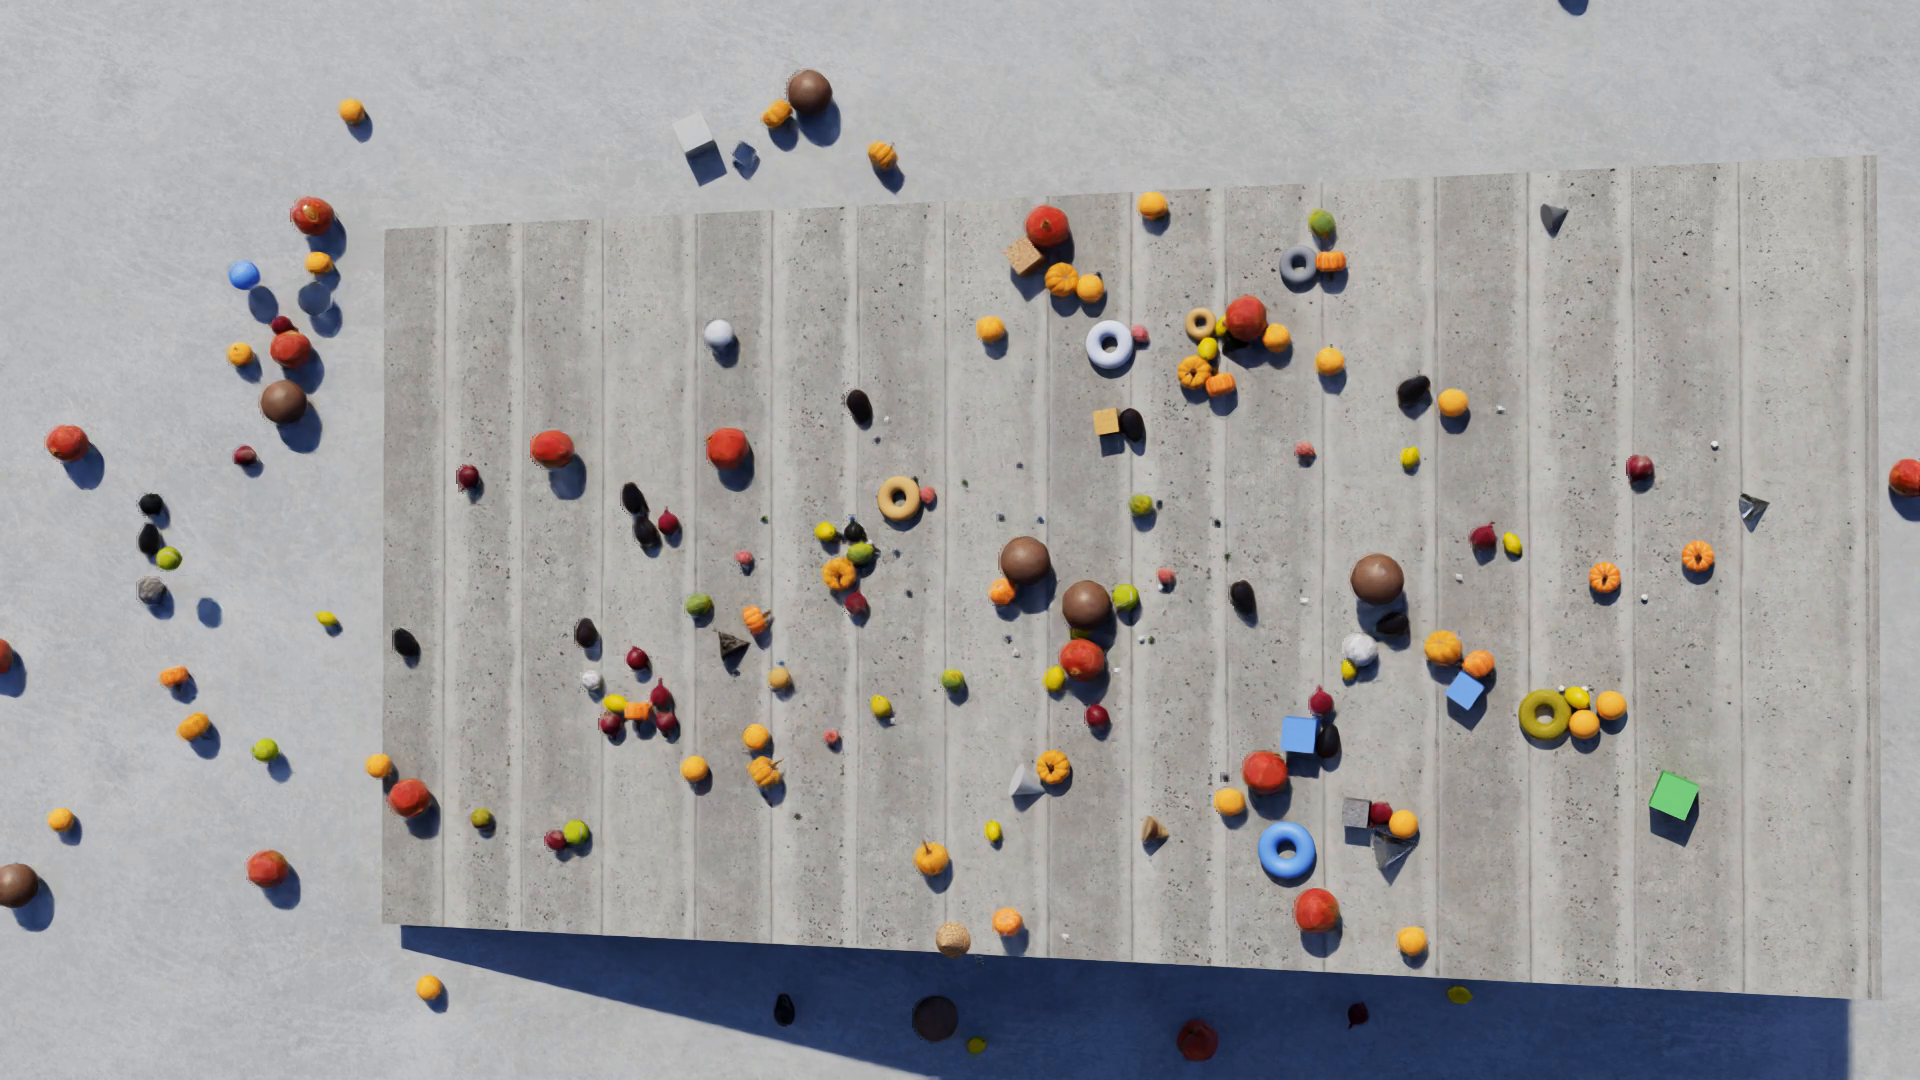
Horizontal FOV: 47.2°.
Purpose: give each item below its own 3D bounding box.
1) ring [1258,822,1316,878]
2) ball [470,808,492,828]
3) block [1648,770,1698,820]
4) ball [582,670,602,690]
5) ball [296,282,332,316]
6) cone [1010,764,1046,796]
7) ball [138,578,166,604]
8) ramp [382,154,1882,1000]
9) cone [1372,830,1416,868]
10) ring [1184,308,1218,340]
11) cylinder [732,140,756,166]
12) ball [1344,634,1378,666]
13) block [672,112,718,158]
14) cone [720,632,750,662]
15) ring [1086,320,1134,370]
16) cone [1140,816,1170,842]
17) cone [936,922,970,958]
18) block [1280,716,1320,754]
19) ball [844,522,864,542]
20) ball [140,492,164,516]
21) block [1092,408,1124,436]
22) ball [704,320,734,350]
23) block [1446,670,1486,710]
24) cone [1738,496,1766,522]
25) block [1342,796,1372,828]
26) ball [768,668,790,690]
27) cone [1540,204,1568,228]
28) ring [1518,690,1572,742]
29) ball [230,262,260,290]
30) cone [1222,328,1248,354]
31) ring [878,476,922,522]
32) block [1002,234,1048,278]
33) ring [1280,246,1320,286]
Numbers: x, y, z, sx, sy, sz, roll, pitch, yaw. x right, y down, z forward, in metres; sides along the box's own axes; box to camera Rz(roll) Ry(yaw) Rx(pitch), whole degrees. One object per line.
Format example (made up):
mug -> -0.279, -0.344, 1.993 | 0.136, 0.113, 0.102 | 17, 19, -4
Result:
ring -> 0.826, 0.784, 5.565 | 0.145, 0.048, 0.145 | 0, 90, 16
ball -> -1.349, 0.785, 6.201 | 0.059, 0.059, 0.059 | 0, 89, 0
block -> 1.715, 0.613, 5.285 | 0.087, 0.087, 0.087 | 23, 96, 15
ball -> -1.022, 0.389, 6.111 | 0.057, 0.057, 0.057 | 0, 89, 0
ball -> -1.877, -0.701, 6.393 | 0.097, 0.097, 0.097 | 0, 89, 0
cone -> 0.188, 0.643, 5.759 | 0.090, 0.090, 0.090 | 23, 89, -11
ball -> -2.348, 0.149, 6.390 | 0.079, 0.079, 0.079 | 0, 89, 0
ramp -> 0.271, 0.095, 5.816 | 4.000, 0.100, 2.000 | 0, 89, 16
cone -> 1.095, 0.764, 5.489 | 0.097, 0.097, 0.097 | -7, 89, -11
ring -> 0.620, -0.557, 5.656 | 0.084, 0.028, 0.084 | 0, 90, 16
cylinder -> -0.632, -1.128, 6.421 | 0.054, 0.054, 0.054 | 35, 85, 0
ball -> 1.004, 0.274, 5.502 | 0.082, 0.082, 0.082 | 0, 89, 0
block -> -0.773, -1.180, 6.403 | 0.092, 0.092, 0.092 | -25, 89, 0
cone -> -0.611, 0.287, 6.002 | 0.083, 0.083, 0.083 | -5, 89, -10
ring -> 0.389, -0.507, 5.716 | 0.128, 0.043, 0.128 | 0, 90, 17
cone -> 0.511, 0.754, 5.667 | 0.070, 0.070, 0.070 | 18, 89, -11
cone -> -0.032, 1.061, 5.788 | 0.097, 0.097, 0.097 | 0, 89, 16
block -> 0.858, 0.490, 5.542 | 0.082, 0.082, 0.082 | 5, 91, 16
ball -> -0.284, -0.020, 5.901 | 0.054, 0.054, 0.054 | 0, 89, 0
ball -> -2.354, -0.104, 6.400 | 0.066, 0.066, 0.066 | 0, 89, 0
block -> 0.385, -0.306, 5.704 | 0.062, 0.062, 0.062 | -9, 87, 16
ball -> -0.656, -0.560, 6.004 | 0.082, 0.082, 0.082 | 0, 89, 0
block -> 1.249, 0.371, 5.435 | 0.069, 0.069, 0.069 | 36, 99, 14
cone -> 1.912, -0.084, 5.267 | 0.065, 0.065, 0.065 | -23, 89, -30
block -> 0.993, 0.683, 5.509 | 0.064, 0.064, 0.064 | 6, 91, 16
ball -> -0.488, 0.374, 5.953 | 0.060, 0.060, 0.060 | 0, 89, 0
cone -> 1.470, -0.804, 5.409 | 0.062, 0.062, 0.062 | -17, 89, -11
ring -> 1.435, 0.429, 5.394 | 0.128, 0.043, 0.128 | 0, 88, 18
ball -> -2.069, -0.763, 6.359 | 0.085, 0.085, 0.085 | 0, 89, 0
cone -> 0.690, -0.497, 5.633 | 0.067, 0.067, 0.067 | 43, 128, 1
ring -> -0.162, -0.110, 5.873 | 0.124, 0.041, 0.124 | -1, 87, 20
block -> 0.171, -0.744, 5.766 | 0.076, 0.076, 0.076 | -37, 79, 13
ring -> 0.862, -0.697, 5.584 | 0.103, 0.034, 0.103 | 0, 90, 16
